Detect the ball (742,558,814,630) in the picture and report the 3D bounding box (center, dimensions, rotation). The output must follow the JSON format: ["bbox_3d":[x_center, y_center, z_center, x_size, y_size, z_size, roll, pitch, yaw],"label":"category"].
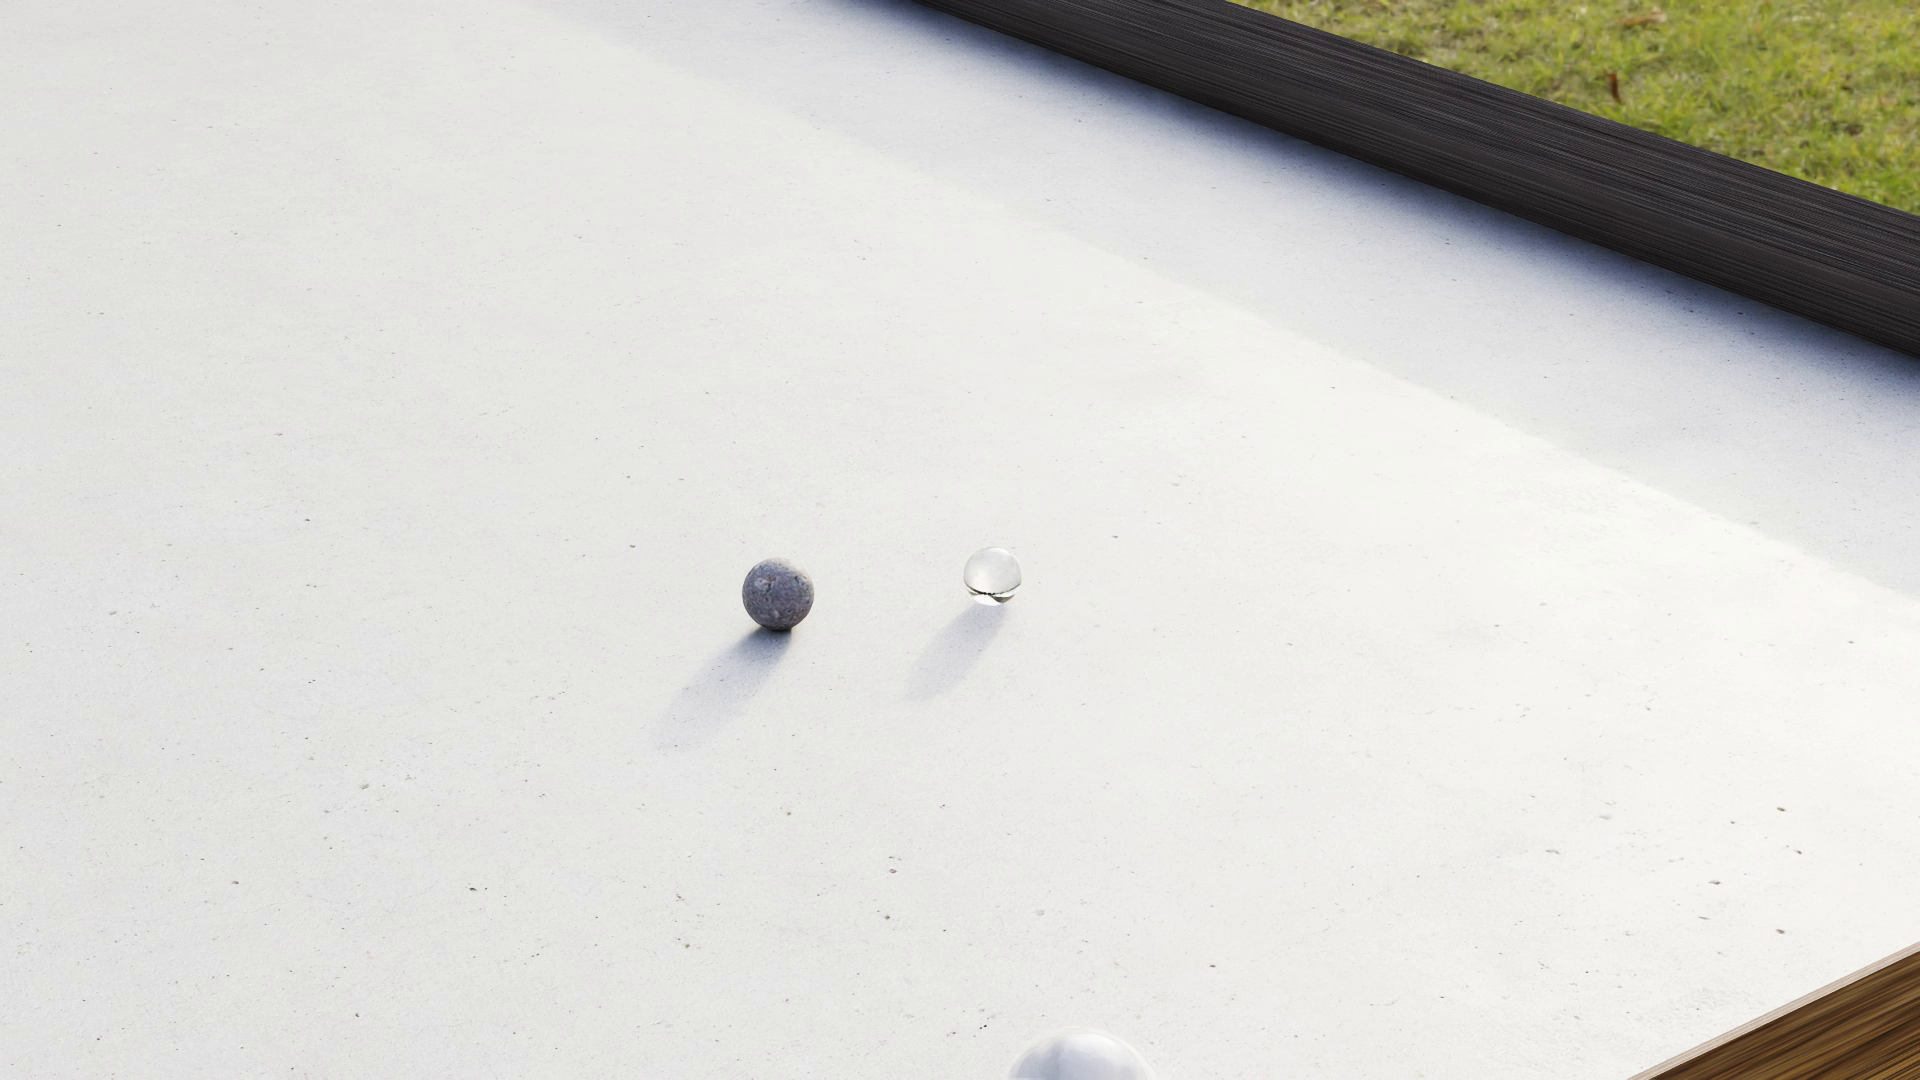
[{"bbox_3d":[-0.133,0.039,2.149,0.053,0.053,0.053,0,24,0],"label":"ball"}]

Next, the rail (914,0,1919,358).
[{"bbox_3d":[0.284,-0.552,3.369,0.045,0.128,3.520,-16,29,-32],"label":"rail"}]

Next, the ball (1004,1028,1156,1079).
[{"bbox_3d":[0.063,0.298,1.535,0.086,0.086,0.086,0,24,0],"label":"ball"}]

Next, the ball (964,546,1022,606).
[{"bbox_3d":[0.024,0.027,2.187,0.044,0.044,0.044,0,24,0],"label":"ball"}]

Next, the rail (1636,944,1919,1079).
[{"bbox_3d":[0.491,0.258,1.569,1.970,0.128,0.045,-16,29,-32],"label":"rail"}]
